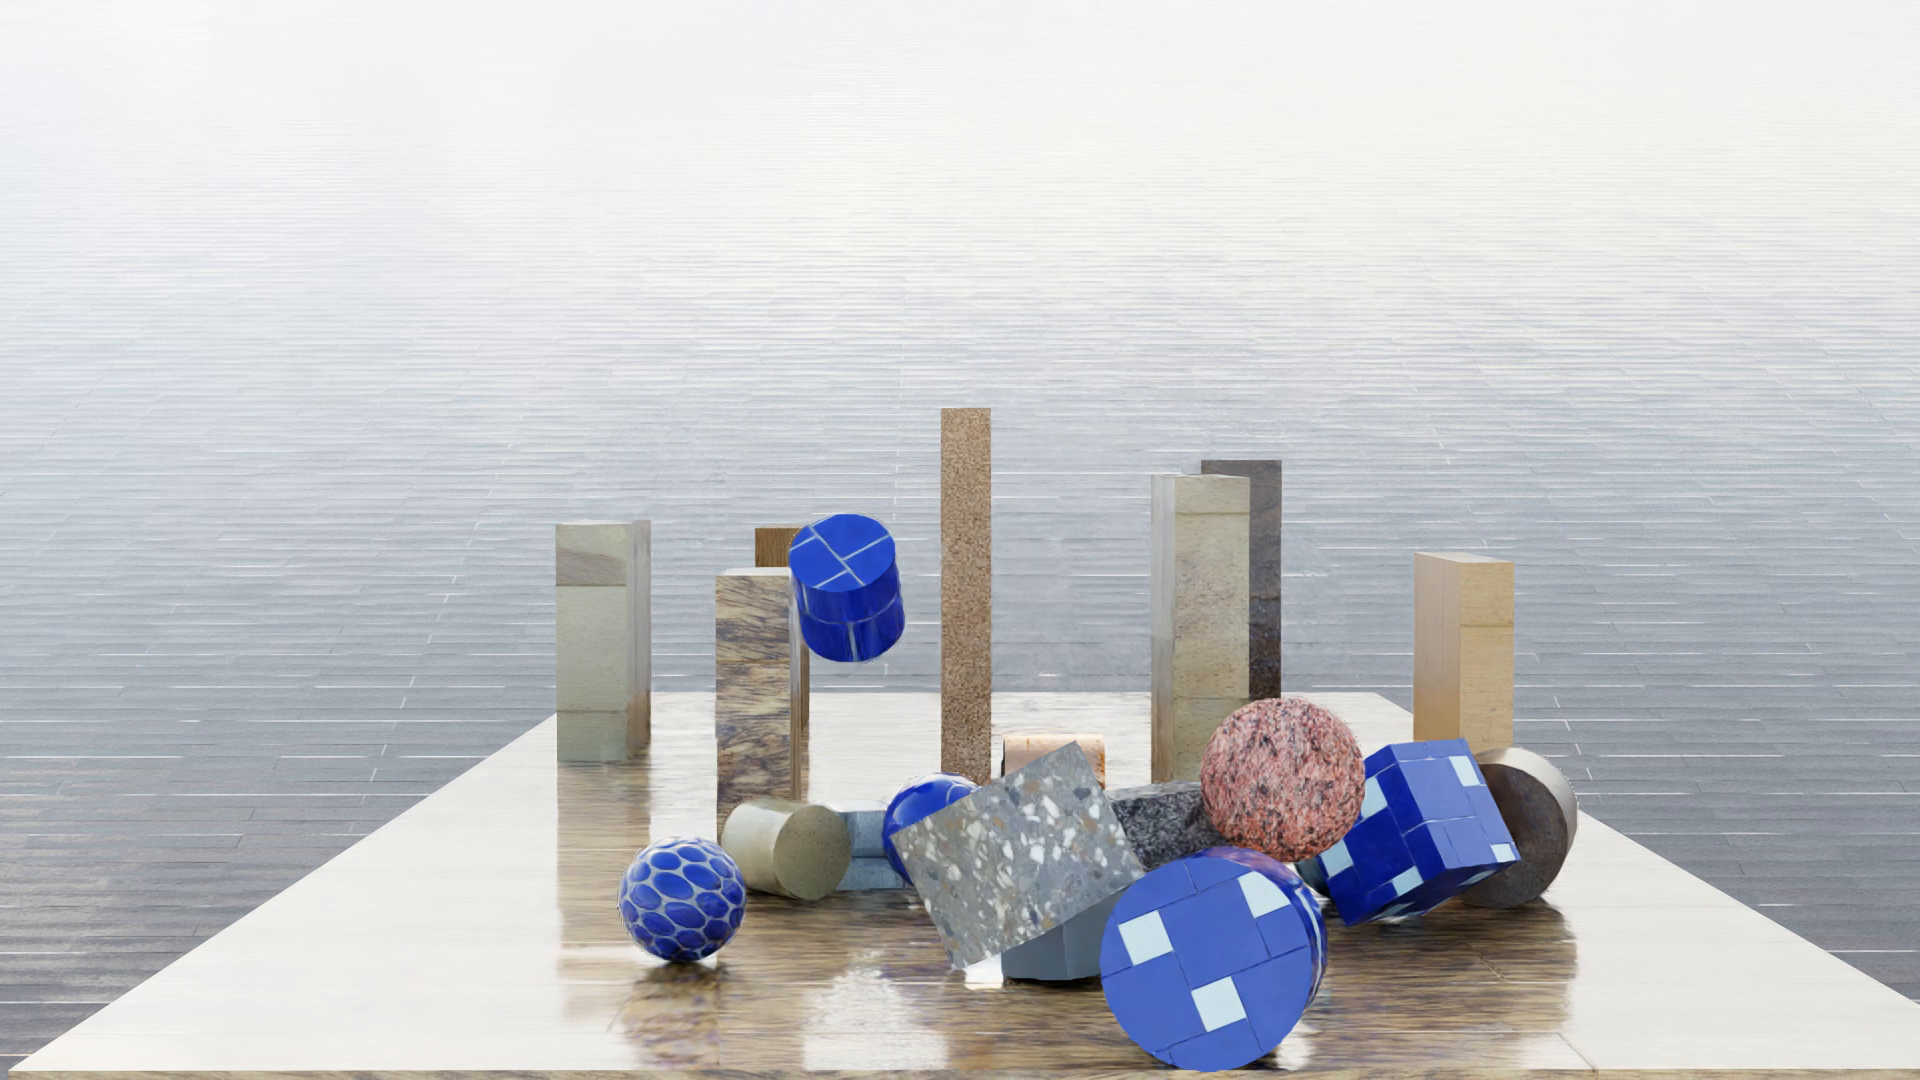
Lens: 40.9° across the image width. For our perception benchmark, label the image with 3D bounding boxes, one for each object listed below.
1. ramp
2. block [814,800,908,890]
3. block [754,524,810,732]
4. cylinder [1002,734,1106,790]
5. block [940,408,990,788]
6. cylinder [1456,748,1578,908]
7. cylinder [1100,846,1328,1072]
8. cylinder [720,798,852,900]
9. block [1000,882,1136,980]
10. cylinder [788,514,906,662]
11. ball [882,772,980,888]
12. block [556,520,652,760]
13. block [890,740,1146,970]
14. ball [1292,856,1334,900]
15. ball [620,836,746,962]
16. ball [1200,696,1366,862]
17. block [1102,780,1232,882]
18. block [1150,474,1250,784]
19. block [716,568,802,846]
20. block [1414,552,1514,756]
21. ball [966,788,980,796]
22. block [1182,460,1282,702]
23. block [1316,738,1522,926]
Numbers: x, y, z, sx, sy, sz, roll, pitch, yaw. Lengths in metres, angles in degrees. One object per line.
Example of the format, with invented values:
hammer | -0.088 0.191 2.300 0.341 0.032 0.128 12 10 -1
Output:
ramp | 0.056 0.506 4.550 2.000 0.100 4.000 0 2 0
block | -0.141 0.431 3.654 0.110 0.110 0.110 -1 2 -15
block | -0.398 0.192 5.788 0.102 0.445 0.292 0 2 0
cylinder | 0.149 0.390 4.130 0.158 0.158 0.158 0 24 -1
block | 0.010 0.105 4.734 0.088 0.689 0.287 0 2 0
cylinder | 0.742 0.393 3.537 0.195 0.195 0.195 8 4 17
cylinder | 0.256 0.412 2.562 0.204 0.204 0.204 6 -2 13
cylinder | -0.240 0.425 3.550 0.129 0.129 0.129 -20 13 -37
block | 0.126 0.442 2.985 0.117 0.117 0.117 -2 -6 -38
cylinder | -0.158 0.069 3.636 0.149 0.149 0.149 -3 46 3
ball | -0.025 0.404 3.547 0.166 0.166 0.166 0 24 0
block | -0.730 0.197 5.306 0.140 0.468 0.411 0 2 0
block | 0.058 0.323 2.638 0.154 0.154 0.154 -23 -7 -39
ball | 0.526 0.413 3.511 0.155 0.155 0.155 0 24 0
ball | -0.332 0.430 3.091 0.151 0.151 0.151 0 24 0
ball | 0.380 0.282 3.035 0.195 0.195 0.195 0 24 0
block | 0.236 0.398 3.187 0.174 0.174 0.174 -6 -1 -20
block | 0.341 0.196 3.705 0.102 0.576 0.424 0 2 0
block | -0.297 0.264 3.818 0.106 0.435 0.258 0 2 0
block | 0.854 0.245 4.394 0.087 0.432 0.424 0 2 0
ball | 0.046 0.346 2.879 0.144 0.144 0.144 0 24 0
block | 0.493 0.152 4.714 0.141 0.597 0.392 0 2 0
block | 0.574 0.375 3.315 0.173 0.173 0.173 1 59 -46
